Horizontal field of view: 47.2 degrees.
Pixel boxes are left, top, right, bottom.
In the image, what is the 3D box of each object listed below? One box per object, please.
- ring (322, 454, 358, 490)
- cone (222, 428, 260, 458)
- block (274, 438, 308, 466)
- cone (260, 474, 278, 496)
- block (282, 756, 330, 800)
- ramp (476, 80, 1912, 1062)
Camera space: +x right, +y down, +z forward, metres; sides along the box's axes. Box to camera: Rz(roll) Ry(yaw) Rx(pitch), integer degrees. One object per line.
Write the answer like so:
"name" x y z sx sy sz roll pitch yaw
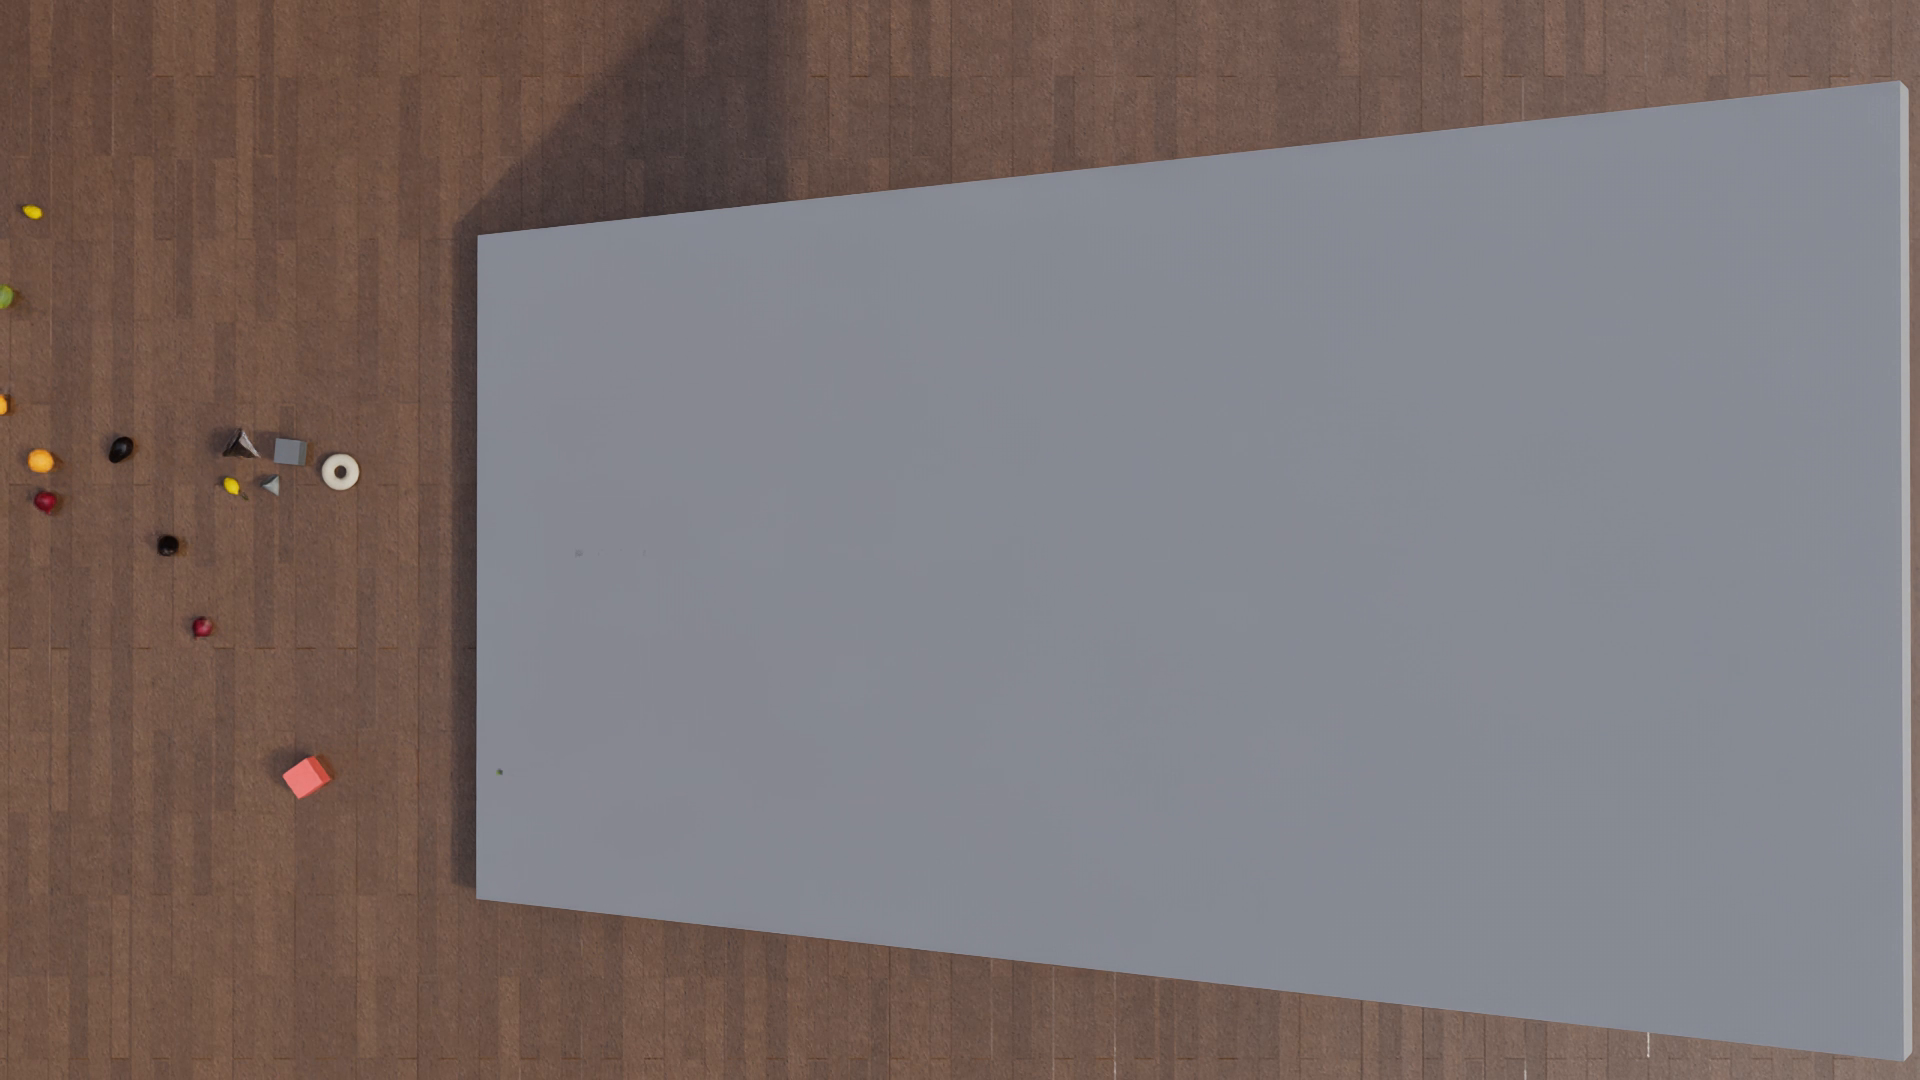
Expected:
"ring" -1.887 -0.207 6.697 0.113 0.038 0.113 0 90 -1
"cone" -2.172 -0.274 6.693 0.100 0.100 0.100 34 90 -26
"block" -2.033 -0.267 6.679 0.073 0.073 0.073 6 89 0
"cone" -2.092 -0.158 6.701 0.059 0.059 0.059 -24 116 0
"block" -1.980 0.719 6.663 0.088 0.088 0.088 -35 90 0
"ramp" 0.259 0.071 5.598 4.000 0.100 2.000 0 89 32
